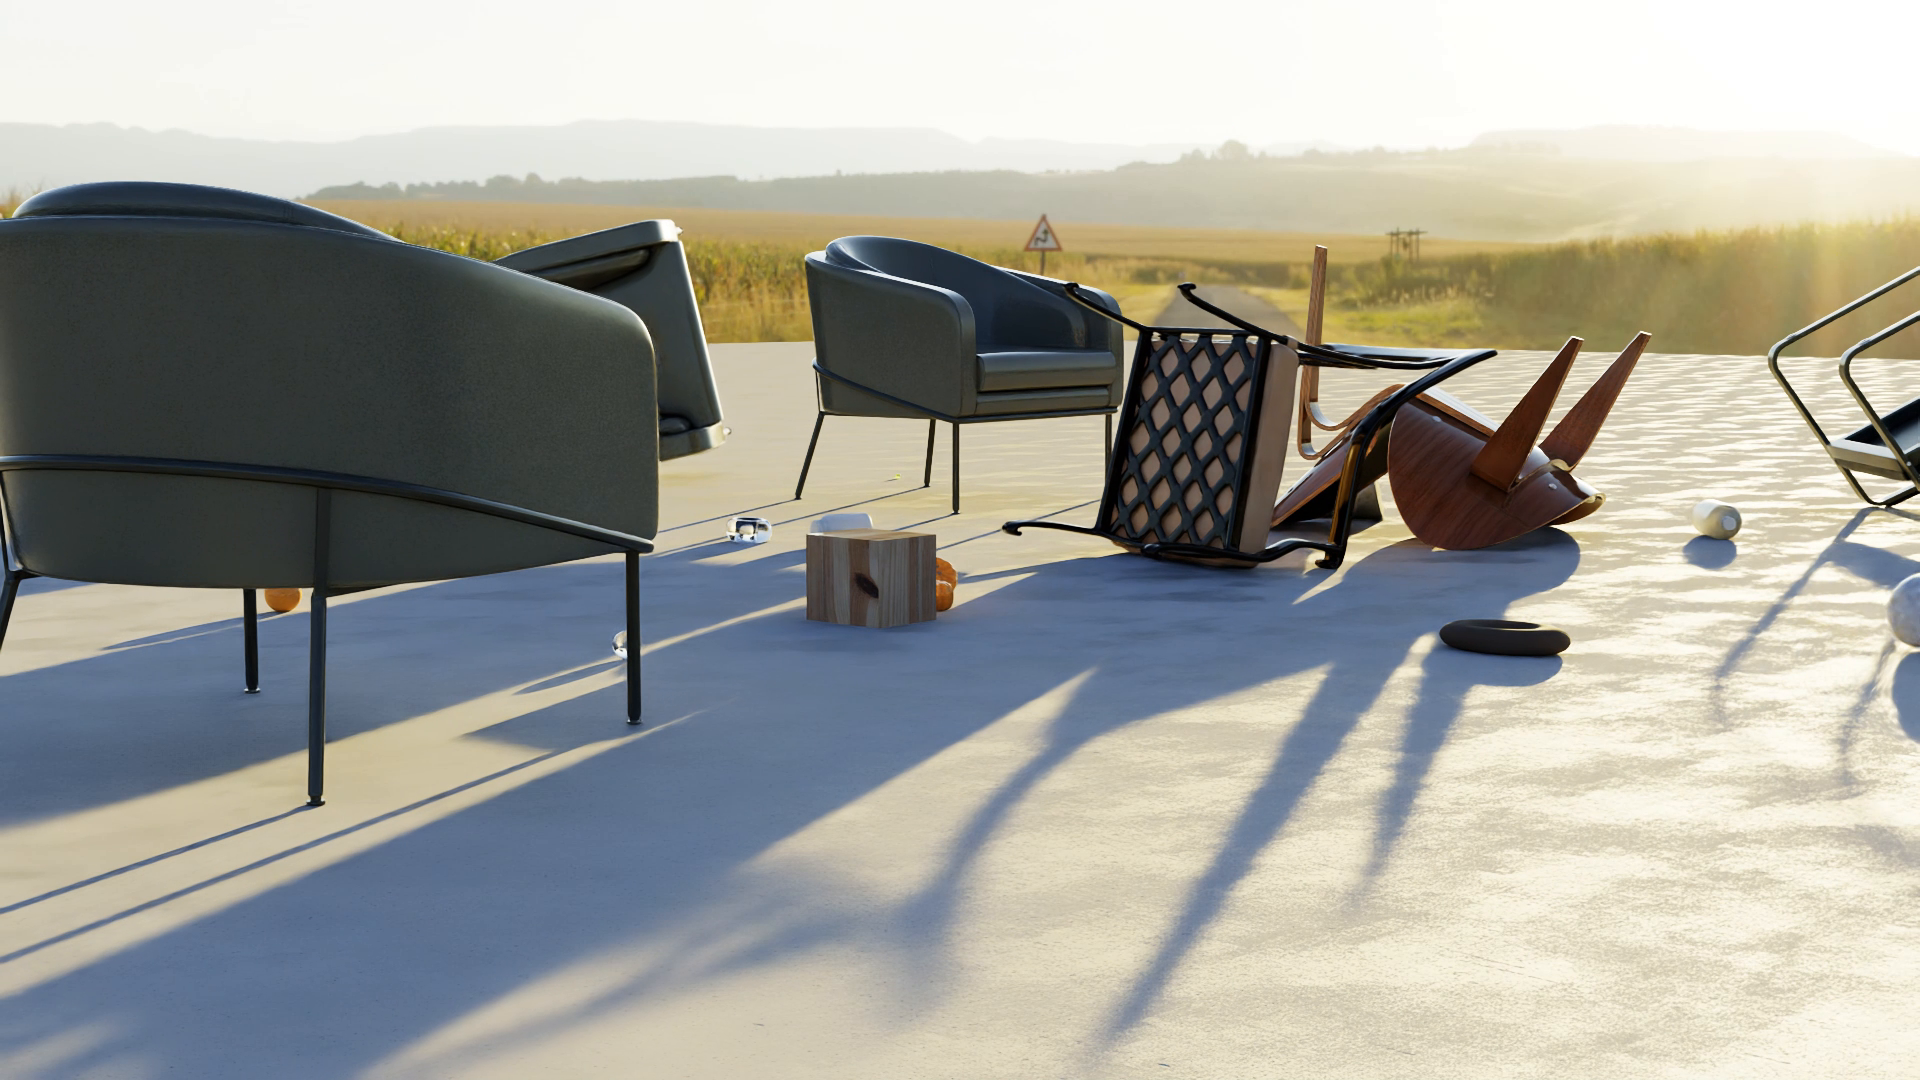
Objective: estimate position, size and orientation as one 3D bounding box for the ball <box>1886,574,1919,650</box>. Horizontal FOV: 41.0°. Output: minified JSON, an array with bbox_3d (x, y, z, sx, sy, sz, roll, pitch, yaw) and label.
[{"bbox_3d":[1.702,0.127,4.513,0.137,0.137,0.137,0,6,0],"label":"ball"}]

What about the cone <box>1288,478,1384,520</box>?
[{"bbox_3d":[1.015,-0.087,6.982,0.257,0.115,0.155,-12,2,13],"label":"cone"}]

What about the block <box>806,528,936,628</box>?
[{"bbox_3d":[-0.170,0.071,4.919,0.190,0.165,0.161,5,8,41],"label":"block"}]

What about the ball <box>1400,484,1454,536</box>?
[{"bbox_3d":[1.184,-0.076,6.493,0.134,0.134,0.134,0,6,0],"label":"ball"}]

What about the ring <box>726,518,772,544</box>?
[{"bbox_3d":[-0.525,-0.024,6.377,0.138,0.057,0.090,7,10,41],"label":"ring"}]

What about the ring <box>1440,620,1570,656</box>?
[{"bbox_3d":[0.961,0.172,4.528,0.249,0.046,0.157,5,9,43],"label":"ring"}]

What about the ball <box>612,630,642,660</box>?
[{"bbox_3d":[-0.573,0.181,4.414,0.050,0.050,0.050,0,6,0],"label":"ball"}]
